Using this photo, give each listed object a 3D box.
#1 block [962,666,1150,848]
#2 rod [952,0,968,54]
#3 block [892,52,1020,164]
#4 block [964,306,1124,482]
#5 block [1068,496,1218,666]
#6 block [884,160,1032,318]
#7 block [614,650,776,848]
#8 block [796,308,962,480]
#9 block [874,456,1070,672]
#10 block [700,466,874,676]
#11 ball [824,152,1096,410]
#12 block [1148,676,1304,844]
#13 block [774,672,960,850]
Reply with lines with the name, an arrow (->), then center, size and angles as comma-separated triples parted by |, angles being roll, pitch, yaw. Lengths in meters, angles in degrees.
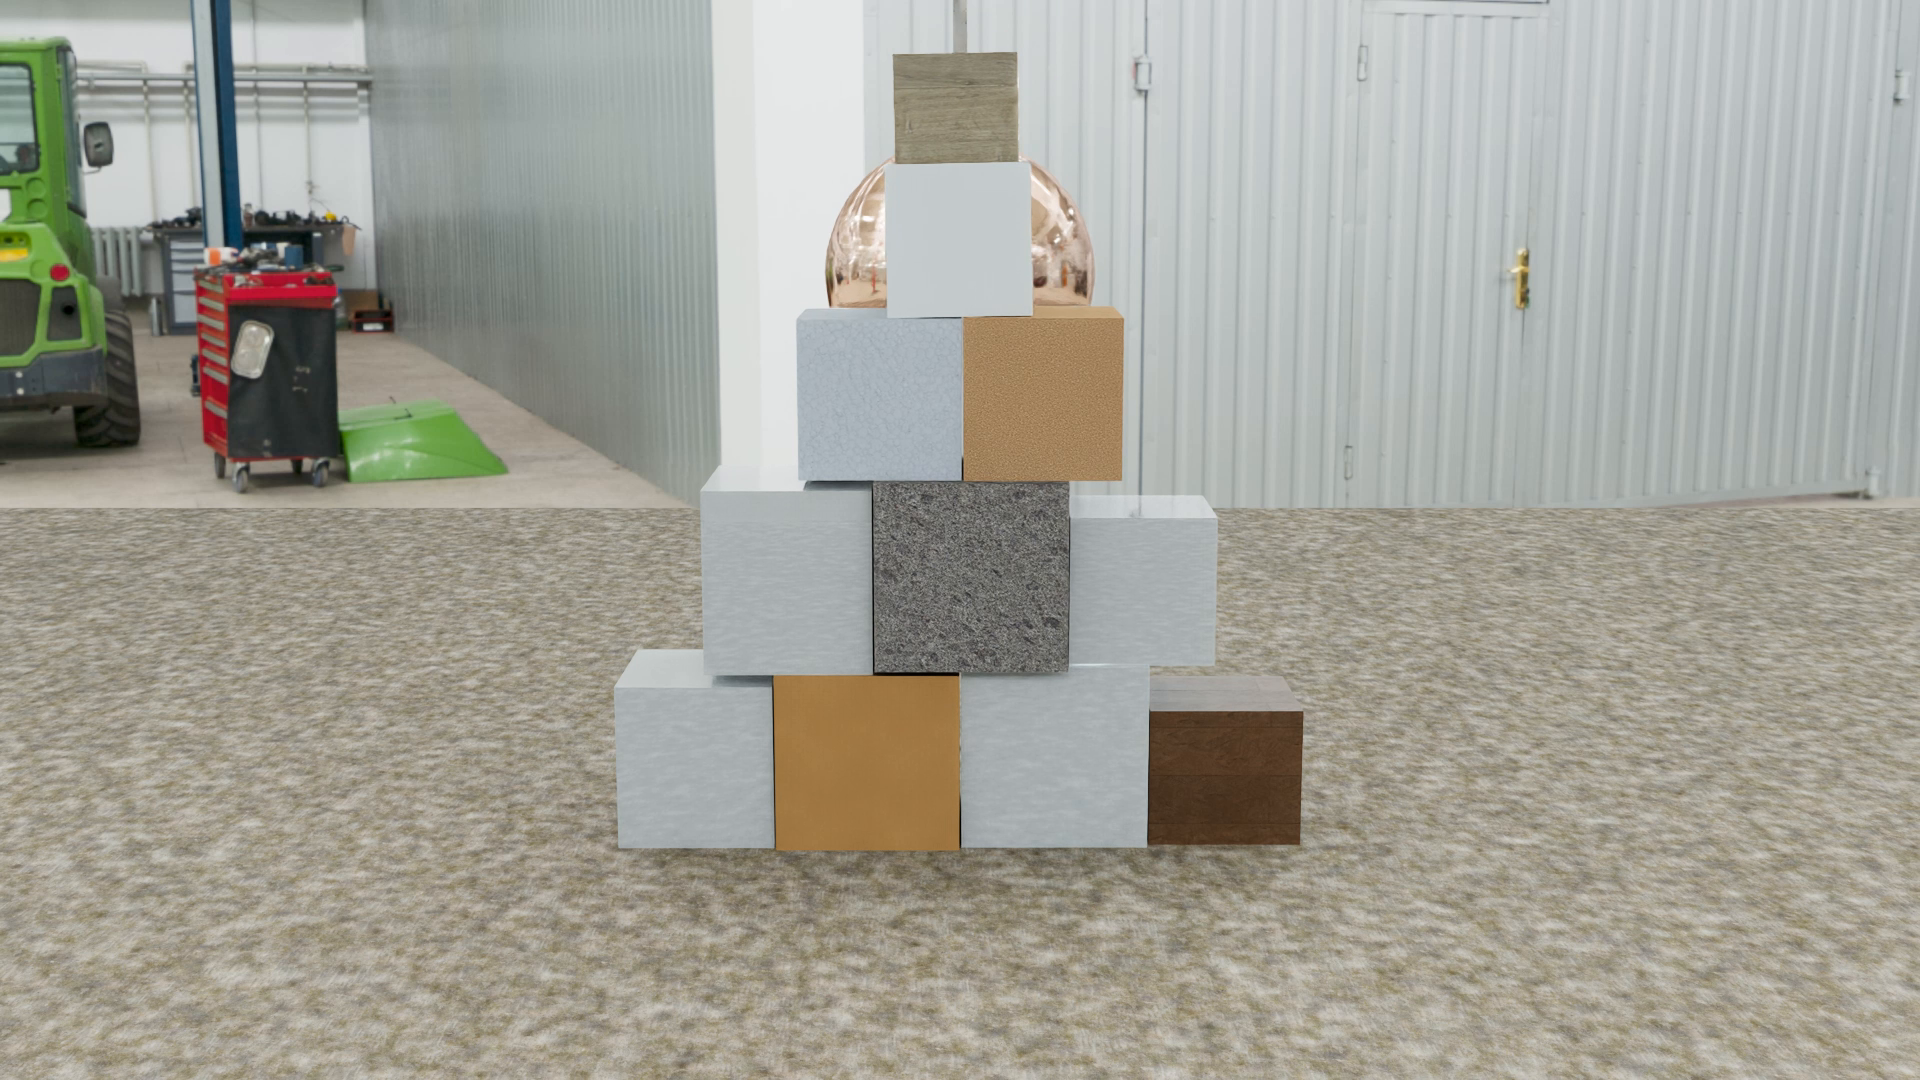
block -> 0.474, 1.016, 11.380 | 0.934, 0.928, 0.820 | 0, 10, 0
rod -> 0.000, -4.495, 11.277 | 0.080, 5.200, 0.080 | 0, 31, 0
block -> -0.019, -2.112, 10.783 | 0.594, 0.516, 0.588 | -1, 10, 0
block -> 0.404, -0.746, 11.032 | 0.773, 0.793, 0.772 | 0, 10, 0
block -> 0.905, 0.196, 11.215 | 0.726, 0.746, 0.699 | 0, 10, 0
block -> -0.007, -1.500, 10.912 | 0.704, 0.735, 0.633 | -1, 10, 0
block -> -1.323, 1.066, 11.381 | 0.785, 0.831, 0.826 | 0, 10, 0
block -> -0.392, -0.741, 11.026 | 0.799, 0.786, 0.703 | 0, 10, 0
block -> 0.055, 0.104, 11.187 | 0.951, 0.936, 0.950 | 0, 10, 0
block -> -0.848, 0.138, 11.216 | 0.837, 0.921, 0.862 | 0, 10, 0
ball -> 0.000, -1.566, 13.004 | 1.600, 1.600, 1.600 | 0, 10, 0
block -> 1.333, 1.131, 11.401 | 0.766, 0.695, 0.733 | 0, 10, 0
block -> -0.462, 1.036, 11.362 | 0.918, 0.897, 0.873 | 0, 10, 0
